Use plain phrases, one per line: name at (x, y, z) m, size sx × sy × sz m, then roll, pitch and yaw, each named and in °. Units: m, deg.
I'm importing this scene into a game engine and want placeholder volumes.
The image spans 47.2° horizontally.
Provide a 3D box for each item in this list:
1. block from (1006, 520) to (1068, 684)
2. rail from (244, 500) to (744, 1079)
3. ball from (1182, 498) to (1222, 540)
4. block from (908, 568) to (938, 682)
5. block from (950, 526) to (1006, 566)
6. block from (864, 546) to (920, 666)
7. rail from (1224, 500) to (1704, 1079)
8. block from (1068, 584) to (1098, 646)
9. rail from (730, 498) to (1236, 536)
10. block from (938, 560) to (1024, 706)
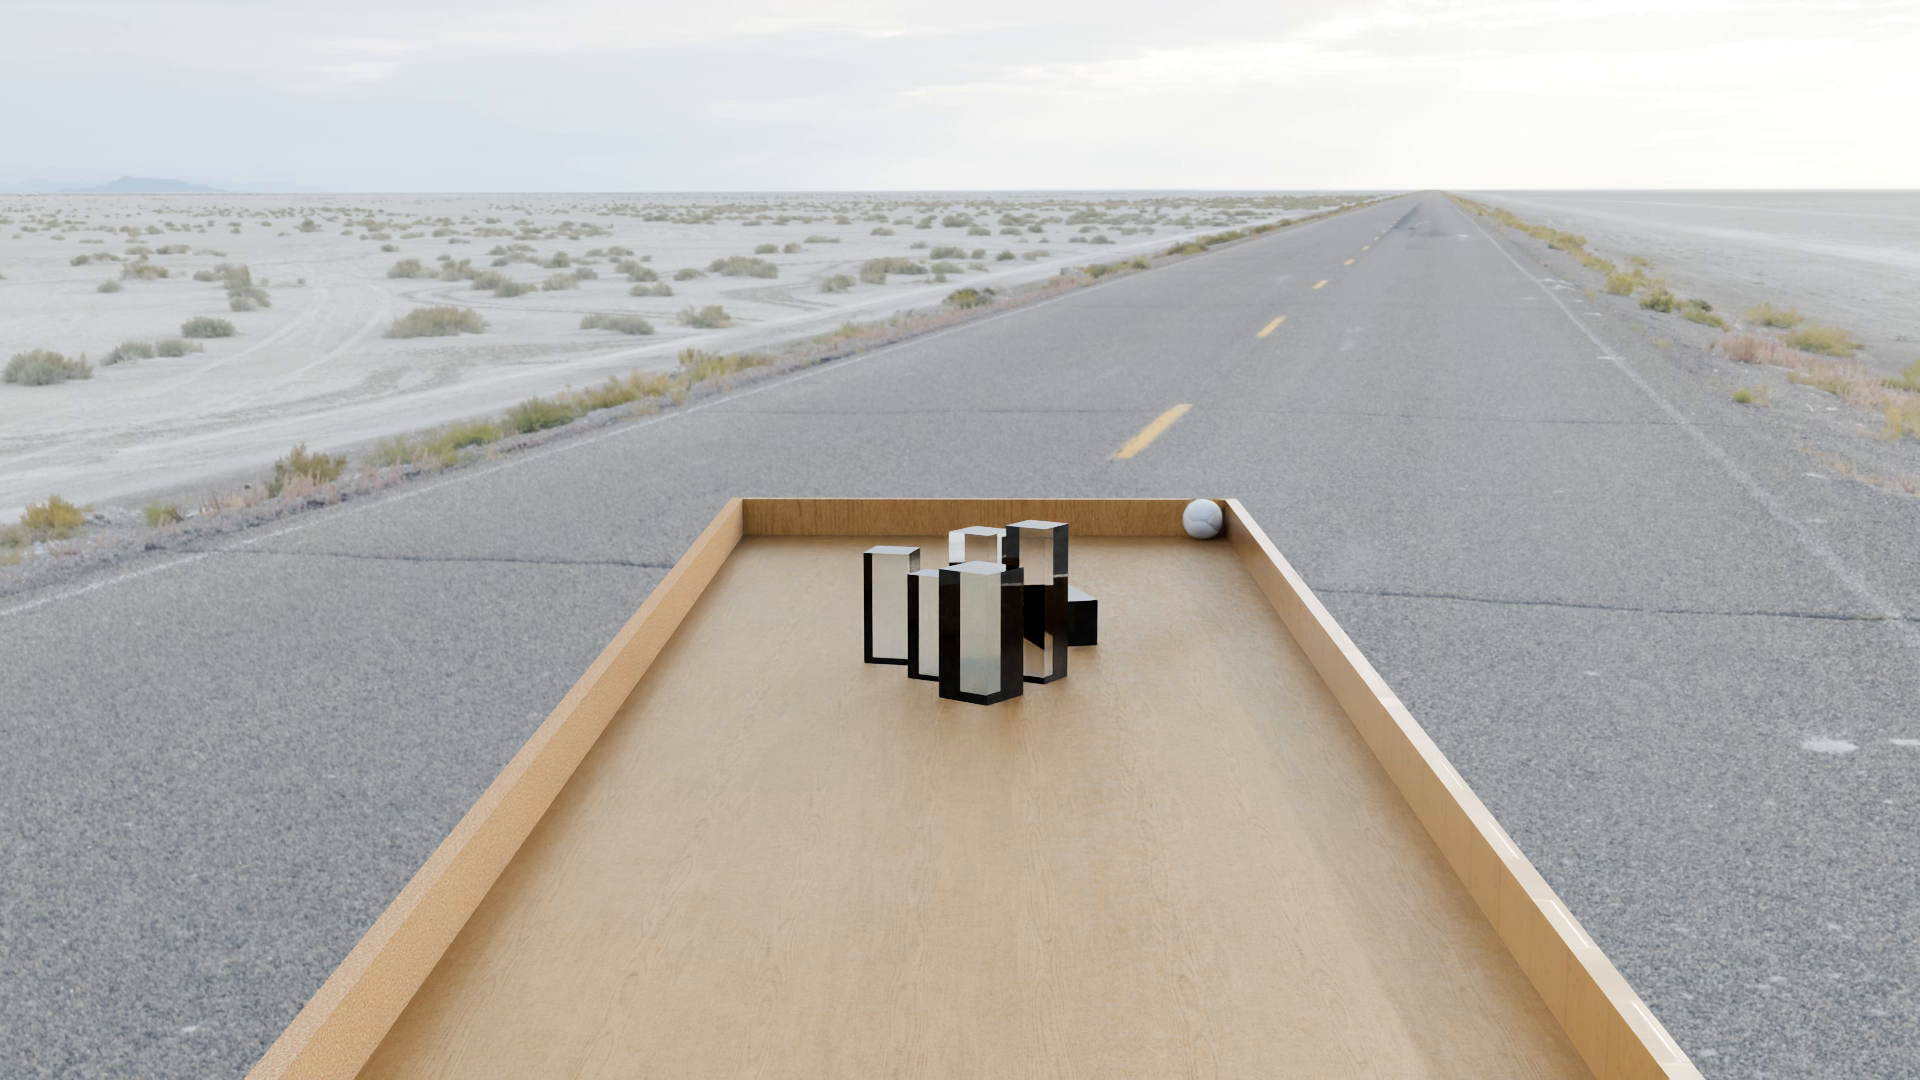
block at (0.225, 0.180, 6.421) m, size 0.133 × 0.455 × 0.133 m, roll 6°, pitch 11°, yaw 32°
rail at (-1.004, 0.839, 3.234) m, size 0.050 × 0.150 × 12.000 m, roll 0°, pitch 9°, yaw 1°
ball at (0.995, -0.086, 9.024) m, size 0.165 × 0.165 × 0.165 m, roll 0°, pitch 9°, yaw 0°
block at (-0.082, 0.249, 6.448) m, size 0.105 × 0.309 × 0.105 m, roll 5°, pitch 10°, yaw 30°
block at (0.066, 0.169, 6.674) m, size 0.142 × 0.398 × 0.142 m, roll 6°, pitch 11°, yaw 34°
block at (-0.206, 0.198, 6.679) m, size 0.138 × 0.339 × 0.138 m, roll 2°, pitch 9°, yaw 15°
rail at (1.046, 0.843, 3.208) m, size 0.050 × 0.150 × 12.000 m, roll 0°, pitch 9°, yaw 1°
block at (0.315, 0.236, 7.059) m, size 0.145 × 0.145 × 0.350 m, roll -3°, pitch 9°, yaw -16°
rail at (0.099, -0.098, 9.147) m, size 2.100 × 0.150 × 0.050 m, roll 0°, pitch 9°, yaw 1°
block at (0.060, 0.260, 6.193) m, size 0.171 × 0.369 × 0.171 m, roll 7°, pitch 11°, yaw 37°
